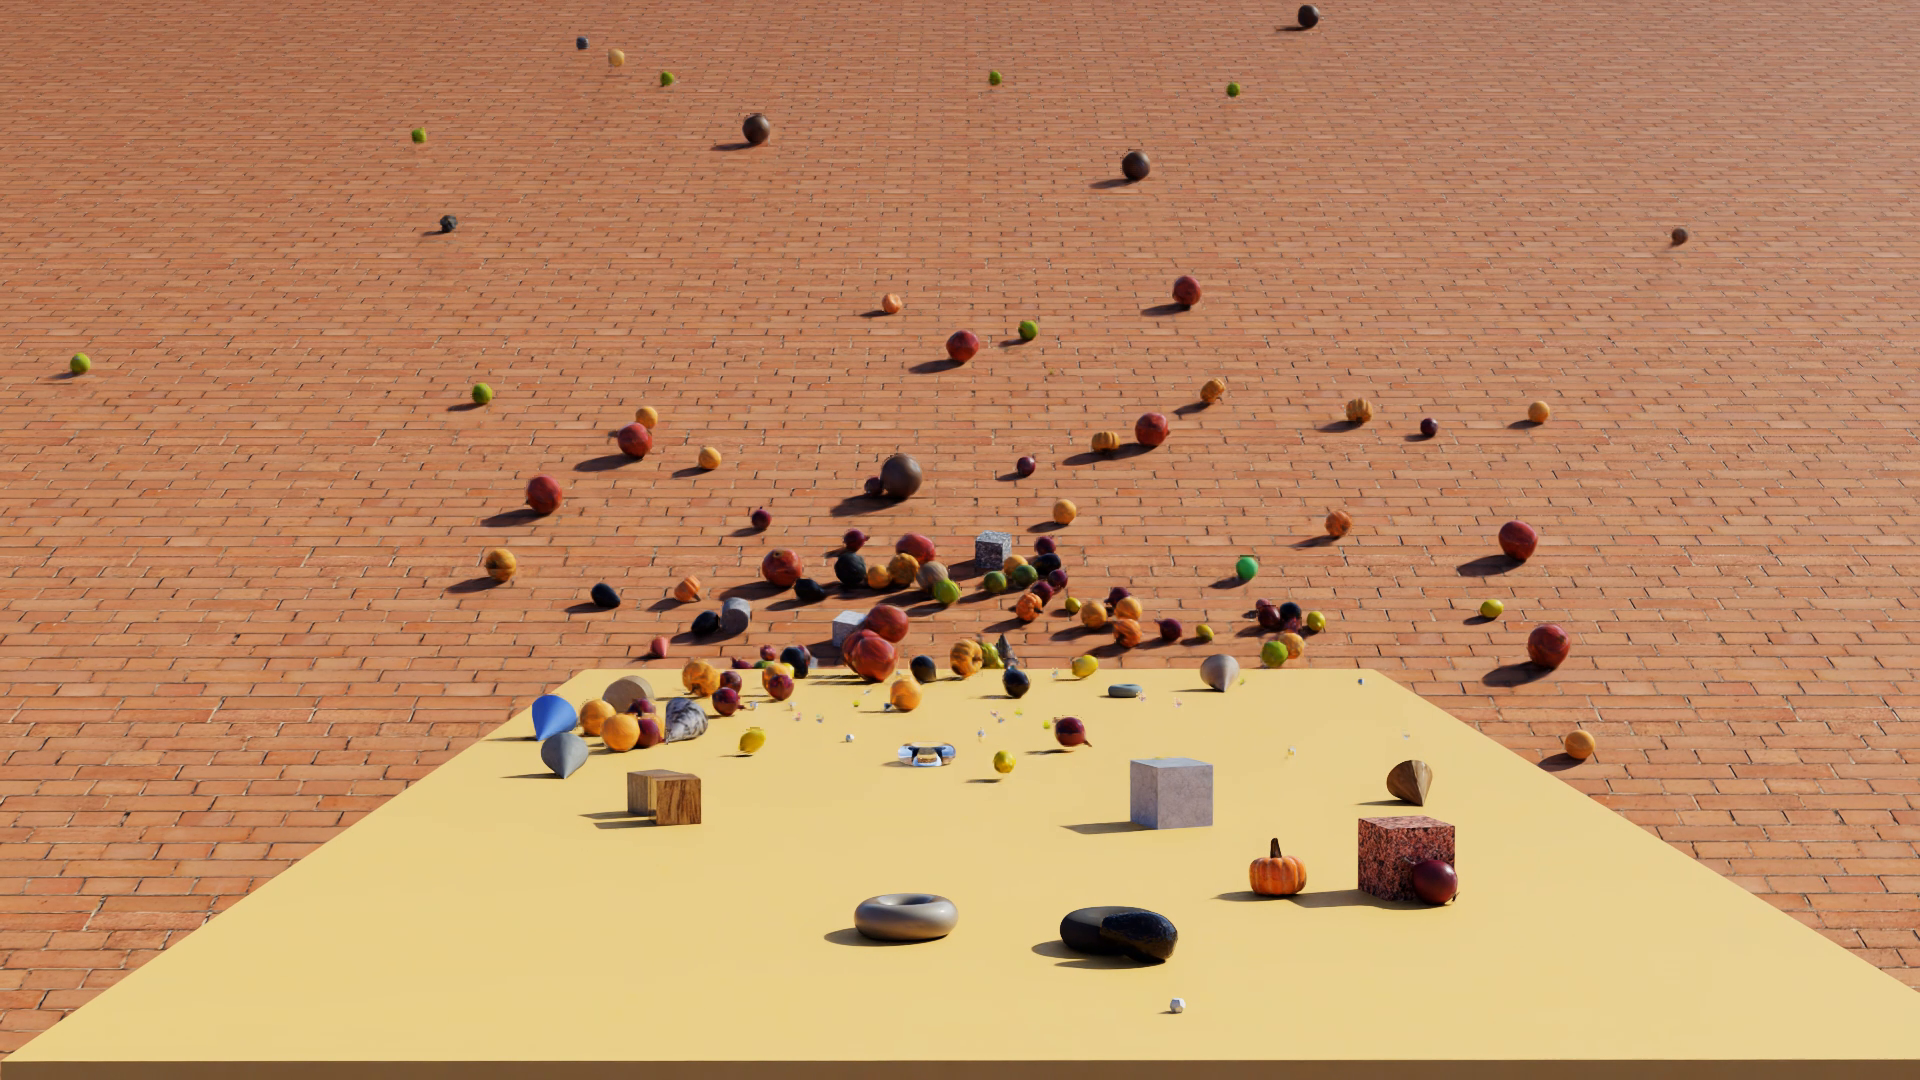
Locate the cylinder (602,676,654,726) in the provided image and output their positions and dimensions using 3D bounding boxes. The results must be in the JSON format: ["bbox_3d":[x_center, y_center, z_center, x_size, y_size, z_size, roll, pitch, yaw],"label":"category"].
[{"bbox_3d":[-0.694,0.334,5.375,0.095,0.095,0.095,1,3,1],"label":"cylinder"}]

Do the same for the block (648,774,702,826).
[{"bbox_3d":[-0.449,0.408,4.045,0.071,0.071,0.071,-1,3,-18],"label":"block"}]

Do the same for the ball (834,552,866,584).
[{"bbox_3d":[-0.309,0.081,7.256,0.090,0.090,0.090,0,22,0],"label":"ball"}]

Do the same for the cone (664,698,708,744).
[{"bbox_3d":[-0.560,0.375,5.065,0.095,0.095,0.095,9,32,21],"label":"cone"}]

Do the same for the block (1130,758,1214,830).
[{"bbox_3d":[0.331,0.395,4.022,0.096,0.096,0.096,-1,3,-22],"label":"block"}]

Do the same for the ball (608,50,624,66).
[{"bbox_3d":[-1.819,-2.551,13.620,0.089,0.089,0.089,0,22,0],"label":"ball"}]

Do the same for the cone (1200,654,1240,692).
[{"bbox_3d":[0.611,0.331,6.000,0.095,0.095,0.095,-1,29,-1],"label":"cone"}]

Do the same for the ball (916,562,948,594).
[{"bbox_3d":[-0.077,0.104,7.200,0.090,0.090,0.090,0,22,0],"label":"ball"}]

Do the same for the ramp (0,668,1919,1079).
[{"bbox_3d":[0.052,0.470,4.535,2.000,0.100,4.000,0,3,0],"label":"ramp"}]

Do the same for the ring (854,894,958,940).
[{"bbox_3d":[-0.066,0.463,3.158,0.130,0.043,0.130,-1,2,0],"label":"ring"}]

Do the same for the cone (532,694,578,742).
[{"bbox_3d":[-0.820,0.373,5.095,0.096,0.096,0.096,4,31,10],"label":"cone"}]

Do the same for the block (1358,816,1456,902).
[{"bbox_3d":[0.594,0.423,3.426,0.096,0.096,0.096,-1,3,-15],"label":"block"}]

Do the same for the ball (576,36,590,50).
[{"bbox_3d":[-2.057,-2.709,14.026,0.070,0.070,0.070,0,22,0],"label":"ball"}]

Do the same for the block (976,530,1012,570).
[{"bbox_3d":[0.096,0.029,7.392,0.082,0.082,0.082,7,24,17],"label":"block"}]

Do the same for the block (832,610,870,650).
[{"bbox_3d":[-0.290,0.242,6.888,0.074,0.074,0.074,10,25,23],"label":"block"}]

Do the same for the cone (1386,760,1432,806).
[{"bbox_3d":[0.750,0.416,4.230,0.079,0.079,0.079,-3,30,-7],"label":"cone"}]

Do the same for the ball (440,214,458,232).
[{"bbox_3d":[-2.117,-1.315,10.657,0.070,0.070,0.070,0,22,0],"label":"ball"}]

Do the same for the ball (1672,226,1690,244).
[{"bbox_3d":[2.936,-1.242,10.481,0.069,0.069,0.069,0,22,0],"label":"ball"}]

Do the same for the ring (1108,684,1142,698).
[{"bbox_3d":[0.378,0.345,5.883,0.079,0.026,0.079,-1,3,0],"label":"ring"}]

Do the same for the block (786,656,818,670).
[{"bbox_3d":[-0.408,0.345,6.654,0.063,0.063,0.063,5,23,12],"label":"block"}]

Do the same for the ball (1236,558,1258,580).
[{"bbox_3d":[0.813,0.080,7.293,0.063,0.063,0.063,0,22,0],"label":"ball"}]

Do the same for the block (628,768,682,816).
[{"bbox_3d":[-0.491,0.406,4.139,0.065,0.065,0.065,-2,3,-38],"label":"block"}]

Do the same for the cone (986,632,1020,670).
[{"bbox_3d":[0.113,0.284,6.766,0.091,0.091,0.091,0,22,0],"label":"cone"}]

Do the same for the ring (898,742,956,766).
[{"bbox_3d":[-0.061,0.393,4.732,0.109,0.036,0.109,-1,4,0],"label":"ring"}]

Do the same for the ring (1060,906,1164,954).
[{"bbox_3d":[0.182,0.467,3.083,0.125,0.042,0.125,-1,2,0],"label":"ring"}]
